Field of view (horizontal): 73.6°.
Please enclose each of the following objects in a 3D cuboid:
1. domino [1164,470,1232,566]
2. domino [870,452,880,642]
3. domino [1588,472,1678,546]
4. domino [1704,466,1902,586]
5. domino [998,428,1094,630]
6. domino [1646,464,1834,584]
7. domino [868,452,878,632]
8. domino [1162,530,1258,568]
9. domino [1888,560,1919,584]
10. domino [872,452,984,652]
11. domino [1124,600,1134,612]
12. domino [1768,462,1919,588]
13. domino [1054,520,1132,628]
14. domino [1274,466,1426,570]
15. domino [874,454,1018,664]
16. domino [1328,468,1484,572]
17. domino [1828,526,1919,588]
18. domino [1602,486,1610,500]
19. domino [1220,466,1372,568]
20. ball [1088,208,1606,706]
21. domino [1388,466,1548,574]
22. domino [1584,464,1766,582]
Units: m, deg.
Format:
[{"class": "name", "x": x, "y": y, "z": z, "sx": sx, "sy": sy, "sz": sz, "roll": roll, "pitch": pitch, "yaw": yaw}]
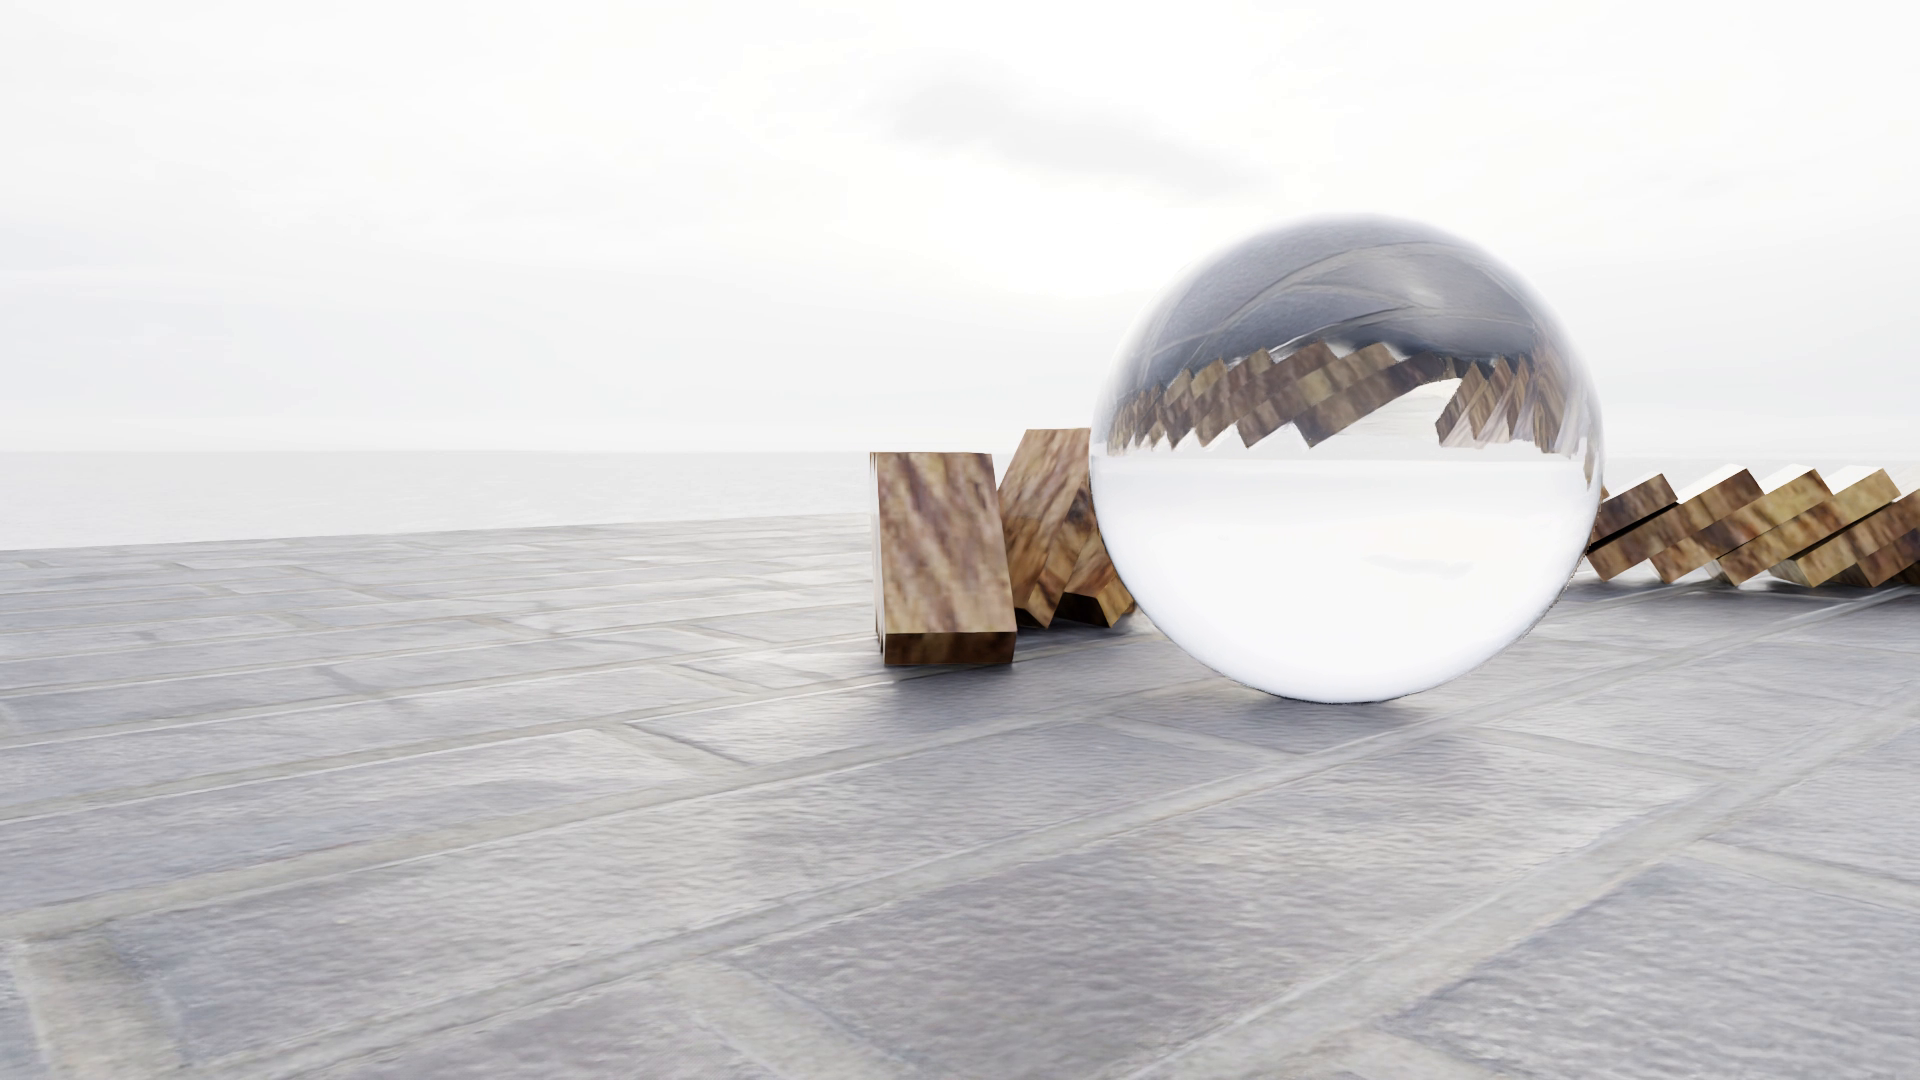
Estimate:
[{"class": "domino", "x": 0.075, "y": -0.009, "z": 0.452, "sx": 0.025, "sy": 0.009, "sz": 0.050, "roll": 3, "pitch": 32, "yaw": 32}, {"class": "domino", "x": -0.007, "y": 0.001, "z": 0.291, "sx": 0.025, "sy": 0.010, "sz": 0.050, "roll": 0, "pitch": 46, "yaw": -6}, {"class": "domino", "x": 0.199, "y": -0.005, "z": 0.407, "sx": 0.050, "sy": 0.010, "sz": 0.025, "roll": -32, "pitch": -8, "yaw": 21}, {"class": "domino", "x": 0.252, "y": -0.005, "z": 0.388, "sx": 0.050, "sy": 0.009, "sz": 0.025, "roll": -34, "pitch": -5, "yaw": 16}, {"class": "domino", "x": 0.018, "y": -0.004, "z": 0.309, "sx": 0.025, "sy": 0.050, "sz": 0.009, "roll": 4, "pitch": -29, "yaw": 44}, {"class": "domino", "x": 0.235, "y": -0.005, "z": 0.392, "sx": 0.050, "sy": 0.009, "sz": 0.025, "roll": -34, "pitch": -6, "yaw": 20}, {"class": "domino", "x": -0.008, "y": -0.001, "z": 0.305, "sx": 0.025, "sy": 0.009, "sz": 0.050, "roll": -1, "pitch": 46, "yaw": -6}, {"class": "domino", "x": 0.088, "y": 0.003, "z": 0.468, "sx": 0.025, "sy": 0.009, "sz": 0.050, "roll": 3, "pitch": 5, "yaw": 32}, {"class": "domino", "x": 0.308, "y": -0.004, "z": 0.393, "sx": 0.050, "sy": 0.009, "sz": 0.025, "roll": -30, "pitch": 6, "yaw": -1}, {"class": "domino", "x": -0.005, "y": 0.002, "z": 0.276, "sx": 0.025, "sy": 0.009, "sz": 0.050, "roll": 0, "pitch": 46, "yaw": -6}, {"class": "domino", "x": 0.033, "y": -0.001, "z": 0.341, "sx": 0.025, "sy": 0.009, "sz": 0.050, "roll": 0, "pitch": 40, "yaw": 6}, {"class": "domino", "x": 0.272, "y": -0.005, "z": 0.388, "sx": 0.050, "sy": 0.009, "sz": 0.025, "roll": -34, "pitch": 1, "yaw": 10}, {"class": "domino", "x": 0.039, "y": 0.000, "z": 0.315, "sx": 0.025, "sy": 0.009, "sz": 0.050, "roll": 9, "pitch": 46, "yaw": 45}, {"class": "domino", "x": 0.132, "y": -0.008, "z": 0.434, "sx": 0.050, "sy": 0.009, "sz": 0.025, "roll": -33, "pitch": -8, "yaw": 20}, {"class": "domino", "x": -0.004, "y": 0.003, "z": 0.262, "sx": 0.025, "sy": 0.010, "sz": 0.050, "roll": 0, "pitch": 46, "yaw": -6}, {"class": "domino", "x": 0.149, "y": -0.007, "z": 0.428, "sx": 0.050, "sy": 0.009, "sz": 0.025, "roll": -33, "pitch": -8, "yaw": 21}, {"class": "domino", "x": 0.289, "y": -0.004, "z": 0.389, "sx": 0.050, "sy": 0.009, "sz": 0.025, "roll": -34, "pitch": 2, "yaw": 5}, {"class": "domino", "x": 0.182, "y": -0.006, "z": 0.414, "sx": 0.050, "sy": 0.009, "sz": 0.025, "roll": -33, "pitch": -8, "yaw": 21}, {"class": "domino", "x": 0.116, "y": -0.008, "z": 0.440, "sx": 0.050, "sy": 0.009, "sz": 0.025, "roll": -34, "pitch": -8, "yaw": 22}, {"class": "ball", "x": 0.061, "y": -0.013, "z": 0.210, "sx": 0.080, "sy": 0.080, "sz": 0.080, "roll": 0, "pitch": 4, "yaw": 0}, {"class": "domino", "x": 0.166, "y": -0.007, "z": 0.421, "sx": 0.050, "sy": 0.009, "sz": 0.025, "roll": -33, "pitch": -8, "yaw": 21}, {"class": "domino", "x": 0.219, "y": -0.005, "z": 0.397, "sx": 0.050, "sy": 0.009, "sz": 0.025, "roll": -34, "pitch": -6, "yaw": 21}]
